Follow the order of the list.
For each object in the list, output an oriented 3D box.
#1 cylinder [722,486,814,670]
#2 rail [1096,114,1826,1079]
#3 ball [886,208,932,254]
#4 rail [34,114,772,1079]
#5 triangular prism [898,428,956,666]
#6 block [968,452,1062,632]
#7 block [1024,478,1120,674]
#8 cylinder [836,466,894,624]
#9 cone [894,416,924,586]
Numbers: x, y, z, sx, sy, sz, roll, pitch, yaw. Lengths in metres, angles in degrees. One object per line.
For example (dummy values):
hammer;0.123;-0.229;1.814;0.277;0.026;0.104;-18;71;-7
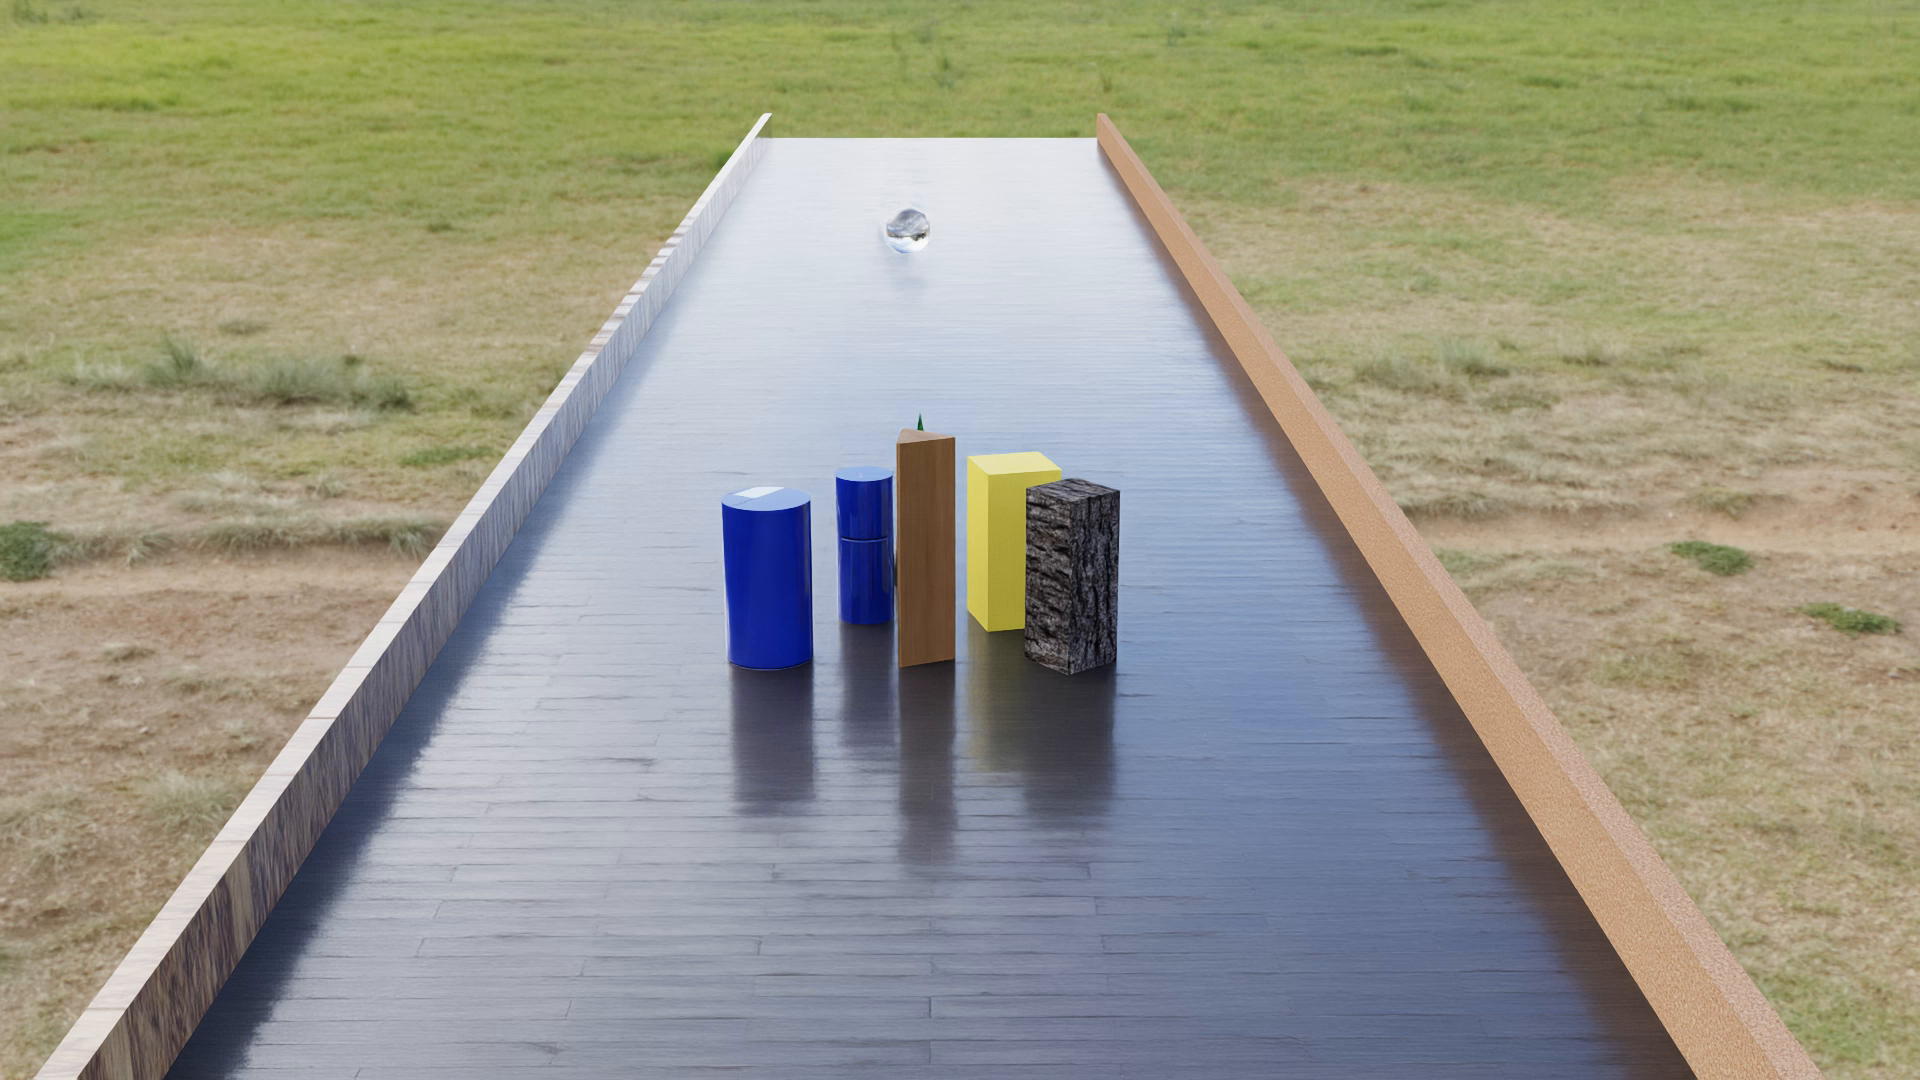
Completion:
cylinder;-0.384;0.076;4.396;0.177;0.329;0.177;0;17;0
rail;0.932;-0.844;7.801;0.050;0.150;12.000;0;17;-1
ball;-0.217;-1.301;9.267;0.191;0.191;0.191;0;17;0
rail;-1.118;-0.838;7.780;0.050;0.150;12.000;0;17;-1
triangular prism;-0.088;0.012;4.384;0.124;0.458;0.108;-8;18;-24
block;0.112;0.002;4.628;0.157;0.338;0.157;-5;17;-15
block;0.222;0.070;4.370;0.131;0.354;0.131;-13;21;-37
cylinder;-0.201;0.011;4.643;0.121;0.312;0.121;0;17;0
cone;-0.087;-0.095;4.868;0.144;0.387;0.144;0;17;0
